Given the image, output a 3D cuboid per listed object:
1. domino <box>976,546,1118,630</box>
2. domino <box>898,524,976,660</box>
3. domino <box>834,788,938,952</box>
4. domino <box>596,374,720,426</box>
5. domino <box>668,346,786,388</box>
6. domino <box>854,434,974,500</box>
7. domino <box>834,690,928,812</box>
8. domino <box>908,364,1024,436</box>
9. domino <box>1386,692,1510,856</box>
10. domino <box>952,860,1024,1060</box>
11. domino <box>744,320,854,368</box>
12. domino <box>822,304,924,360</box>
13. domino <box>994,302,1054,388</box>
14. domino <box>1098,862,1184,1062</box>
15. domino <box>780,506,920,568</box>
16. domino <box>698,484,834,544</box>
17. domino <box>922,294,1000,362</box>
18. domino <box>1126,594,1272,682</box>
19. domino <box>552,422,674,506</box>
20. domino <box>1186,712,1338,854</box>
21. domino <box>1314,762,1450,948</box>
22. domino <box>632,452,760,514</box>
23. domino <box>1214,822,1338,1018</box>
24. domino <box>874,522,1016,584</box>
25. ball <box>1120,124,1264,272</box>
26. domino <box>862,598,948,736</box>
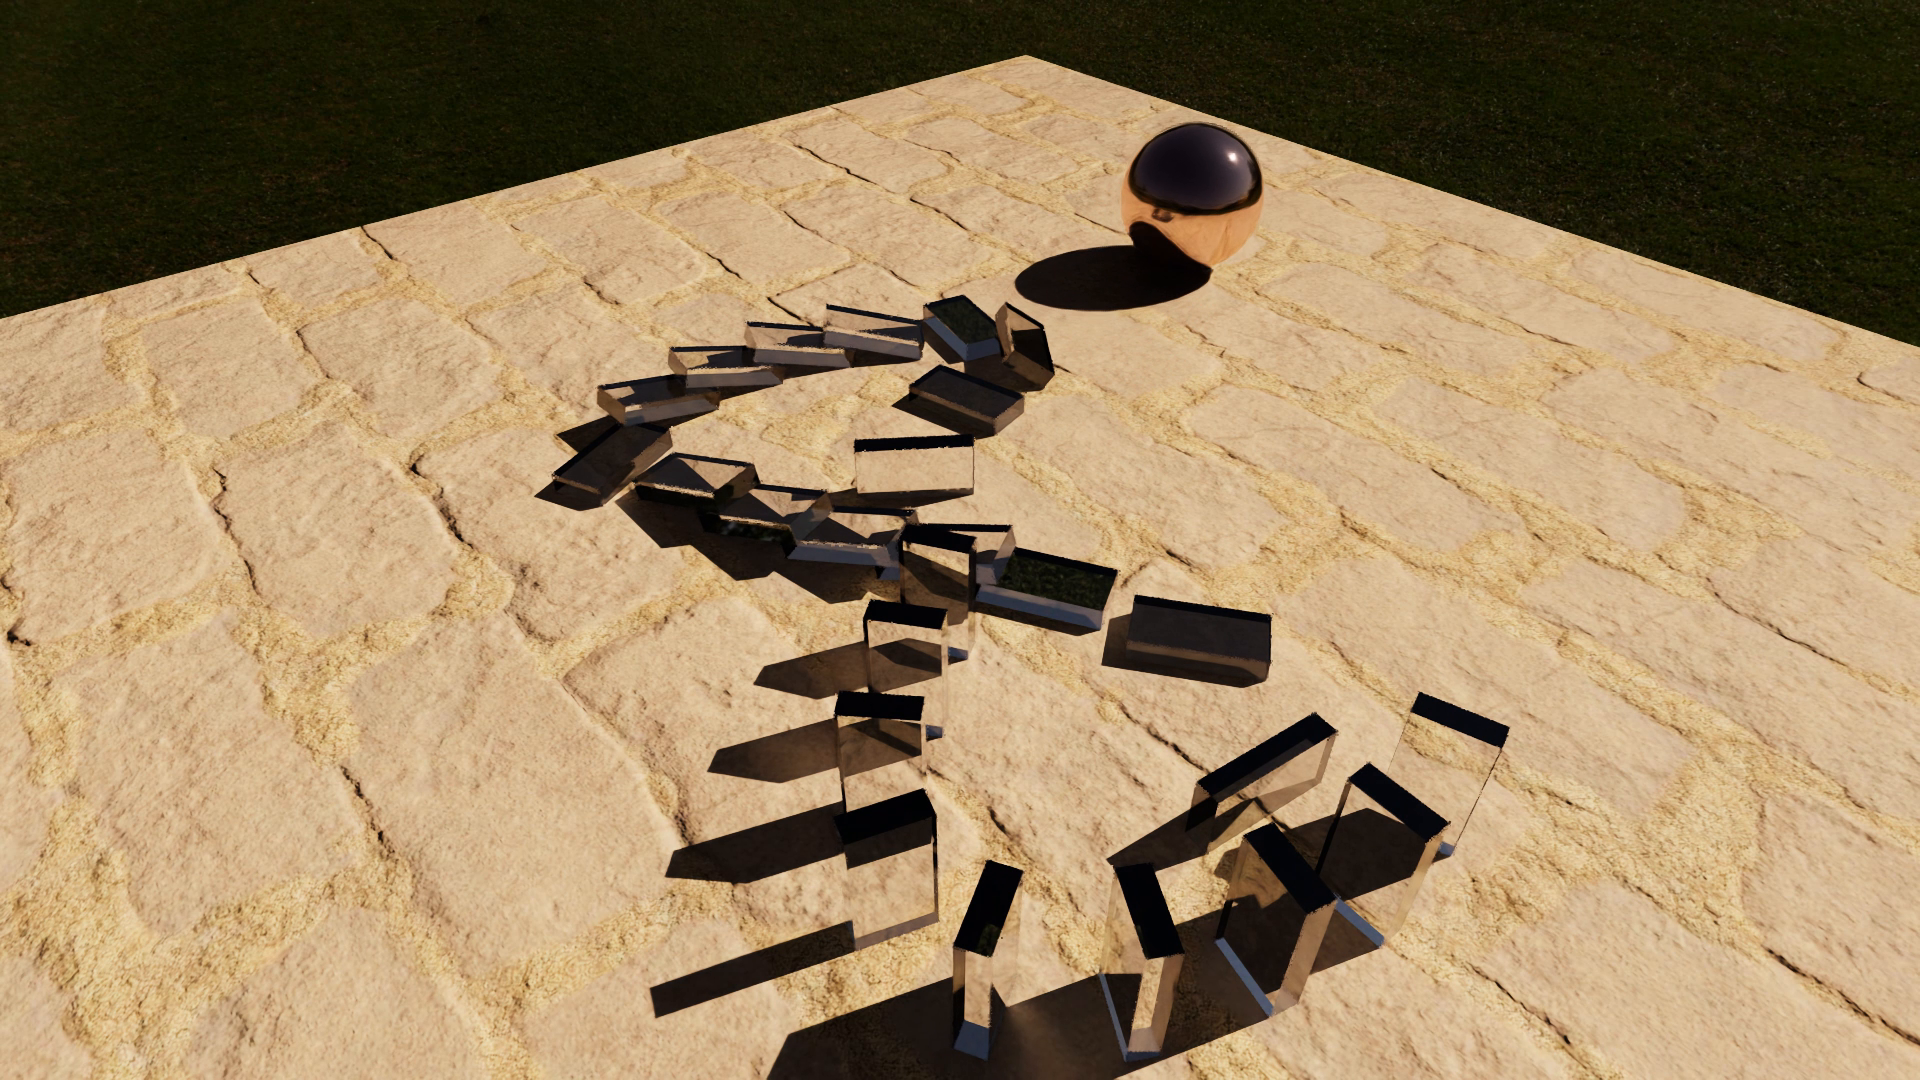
[{"bbox_3d":[0.033,0.017,0.422,0.050,0.009,0.025,13,41,15],"label":"domino"},{"bbox_3d":[-0.008,0.019,0.388,0.025,0.050,0.010,11,41,13],"label":"domino"},{"bbox_3d":[-0.019,0.091,0.301,0.025,0.050,0.009,-14,41,-17],"label":"domino"},{"bbox_3d":[-0.141,-0.067,0.516,0.050,0.009,0.025,-19,41,-42],"label":"domino"},{"bbox_3d":[-0.114,-0.085,0.537,0.050,0.009,0.025,-8,38,-34],"label":"domino"},{"bbox_3d":[-0.019,-0.031,0.469,0.050,0.025,0.009,-3,39,-4],"label":"domino"},{"bbox_3d":[-0.023,0.067,0.330,0.025,0.050,0.009,3,39,4],"label":"domino"},{"bbox_3d":[0.003,-0.067,0.526,0.050,0.010,0.025,24,45,27],"label":"domino"},{"bbox_3d":[0.141,0.070,0.326,0.025,0.050,0.009,22,44,25],"label":"domino"},{"bbox_3d":[0.007,0.108,0.280,0.010,0.050,0.025,13,41,15],"label":"domino"},{"bbox_3d":[-0.081,-0.099,0.554,0.050,0.010,0.025,0,37,-25],"label":"domino"},{"bbox_3d":[-0.044,-0.107,0.564,0.050,0.009,0.025,7,37,-14],"label":"domino"},{"bbox_3d":[0.032,-0.099,0.554,0.025,0.010,0.050,27,33,-23],"label":"domino"},{"bbox_3d":[0.045,0.108,0.280,0.010,0.050,0.025,-7,40,-8],"label":"domino"},{"bbox_3d":[-0.044,-0.002,0.436,0.050,0.009,0.025,4,37,28],"label":"domino"},{"bbox_3d":[-0.079,-0.012,0.448,0.050,0.010,0.025,7,38,32],"label":"domino"},{"bbox_3d":[0.003,-0.113,0.581,0.025,0.010,0.050,-18,43,-21],"label":"domino"},{"bbox_3d":[0.087,0.035,0.400,0.050,0.010,0.025,8,40,10],"label":"domino"},{"bbox_3d":[-0.153,-0.036,0.487,0.025,0.010,0.050,16,42,19],"label":"domino"},{"bbox_3d":[0.093,0.075,0.340,0.050,0.025,0.009,-22,44,-25],"label":"domino"},{"bbox_3d":[0.115,0.088,0.304,0.009,0.050,0.025,-26,46,-28],"label":"domino"},{"bbox_3d":[-0.112,-0.025,0.464,0.050,0.009,0.025,10,38,35],"label":"domino"},{"bbox_3d":[0.082,0.100,0.289,0.009,0.050,0.025,-17,42,-19],"label":"domino"},{"bbox_3d":[-0.006,0.005,0.429,0.050,0.010,0.025,1,37,24],"label":"domino"},{"bbox_3d":[0.131,-0.194,0.624,0.080,0.080,0.080,0,39,0],"label":"ball"},{"bbox_3d":[-0.017,0.043,0.360,0.025,0.050,0.010,7,40,9],"label":"domino"}]
